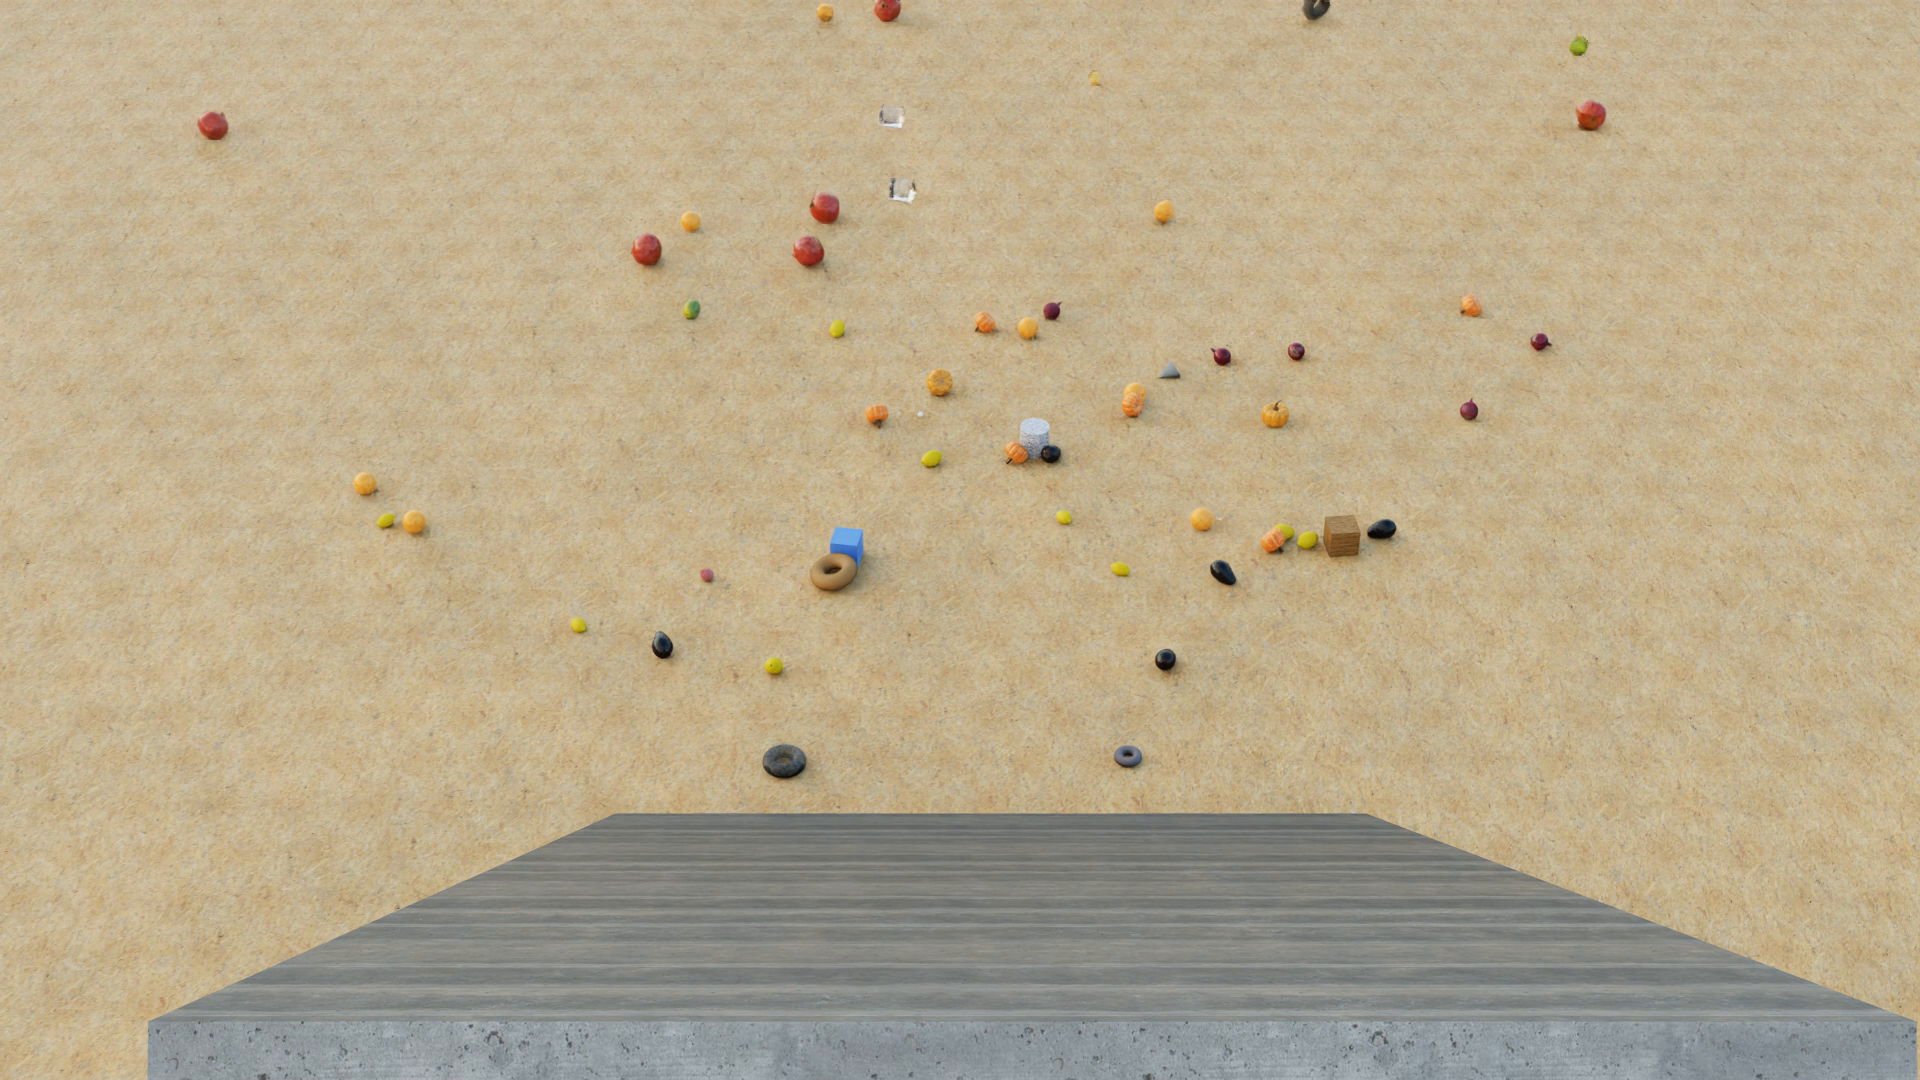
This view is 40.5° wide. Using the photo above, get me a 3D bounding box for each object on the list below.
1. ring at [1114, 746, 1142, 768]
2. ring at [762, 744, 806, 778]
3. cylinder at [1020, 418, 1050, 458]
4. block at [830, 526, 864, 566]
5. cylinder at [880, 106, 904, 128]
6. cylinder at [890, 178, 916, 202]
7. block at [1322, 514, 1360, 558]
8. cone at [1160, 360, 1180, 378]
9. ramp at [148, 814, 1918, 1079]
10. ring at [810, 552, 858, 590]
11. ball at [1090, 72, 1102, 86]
[{"bbox_3d":[0.466,0.599,7.214,0.078,0.026,0.078,-1,36,1],"label":"ring"},{"bbox_3d":[-0.485,0.611,7.187,0.123,0.041,0.123,0,36,0],"label":"ring"},{"bbox_3d":[0.240,-0.327,8.377,0.094,0.094,0.094,0,37,0],"label":"cylinder"},{"bbox_3d":[-0.345,0.022,7.926,0.084,0.084,0.084,6,38,8],"label":"block"},{"bbox_3d":[-0.266,-1.647,10.130,0.076,0.076,0.076,9,38,12],"label":"cylinder"},{"bbox_3d":[-0.214,-1.299,9.673,0.076,0.076,0.076,11,38,13],"label":"cylinder"},{"bbox_3d":[1.169,-0.012,7.966,0.090,0.090,0.090,-4,37,-5],"label":"block"},{"bbox_3d":[0.695,-0.561,8.738,0.067,0.067,0.067,-31,39,6],"label":"cone"},{"bbox_3d":[0.082,0.687,4.938,2.000,0.100,4.000,0,-3,0],"label":"ramp"},{"bbox_3d":[-0.381,0.095,7.846,0.146,0.049,0.146,-9,39,8],"label":"ring"},{"bbox_3d":[0.542,-1.845,10.411,0.051,0.051,0.051,0,37,0],"label":"ball"}]
